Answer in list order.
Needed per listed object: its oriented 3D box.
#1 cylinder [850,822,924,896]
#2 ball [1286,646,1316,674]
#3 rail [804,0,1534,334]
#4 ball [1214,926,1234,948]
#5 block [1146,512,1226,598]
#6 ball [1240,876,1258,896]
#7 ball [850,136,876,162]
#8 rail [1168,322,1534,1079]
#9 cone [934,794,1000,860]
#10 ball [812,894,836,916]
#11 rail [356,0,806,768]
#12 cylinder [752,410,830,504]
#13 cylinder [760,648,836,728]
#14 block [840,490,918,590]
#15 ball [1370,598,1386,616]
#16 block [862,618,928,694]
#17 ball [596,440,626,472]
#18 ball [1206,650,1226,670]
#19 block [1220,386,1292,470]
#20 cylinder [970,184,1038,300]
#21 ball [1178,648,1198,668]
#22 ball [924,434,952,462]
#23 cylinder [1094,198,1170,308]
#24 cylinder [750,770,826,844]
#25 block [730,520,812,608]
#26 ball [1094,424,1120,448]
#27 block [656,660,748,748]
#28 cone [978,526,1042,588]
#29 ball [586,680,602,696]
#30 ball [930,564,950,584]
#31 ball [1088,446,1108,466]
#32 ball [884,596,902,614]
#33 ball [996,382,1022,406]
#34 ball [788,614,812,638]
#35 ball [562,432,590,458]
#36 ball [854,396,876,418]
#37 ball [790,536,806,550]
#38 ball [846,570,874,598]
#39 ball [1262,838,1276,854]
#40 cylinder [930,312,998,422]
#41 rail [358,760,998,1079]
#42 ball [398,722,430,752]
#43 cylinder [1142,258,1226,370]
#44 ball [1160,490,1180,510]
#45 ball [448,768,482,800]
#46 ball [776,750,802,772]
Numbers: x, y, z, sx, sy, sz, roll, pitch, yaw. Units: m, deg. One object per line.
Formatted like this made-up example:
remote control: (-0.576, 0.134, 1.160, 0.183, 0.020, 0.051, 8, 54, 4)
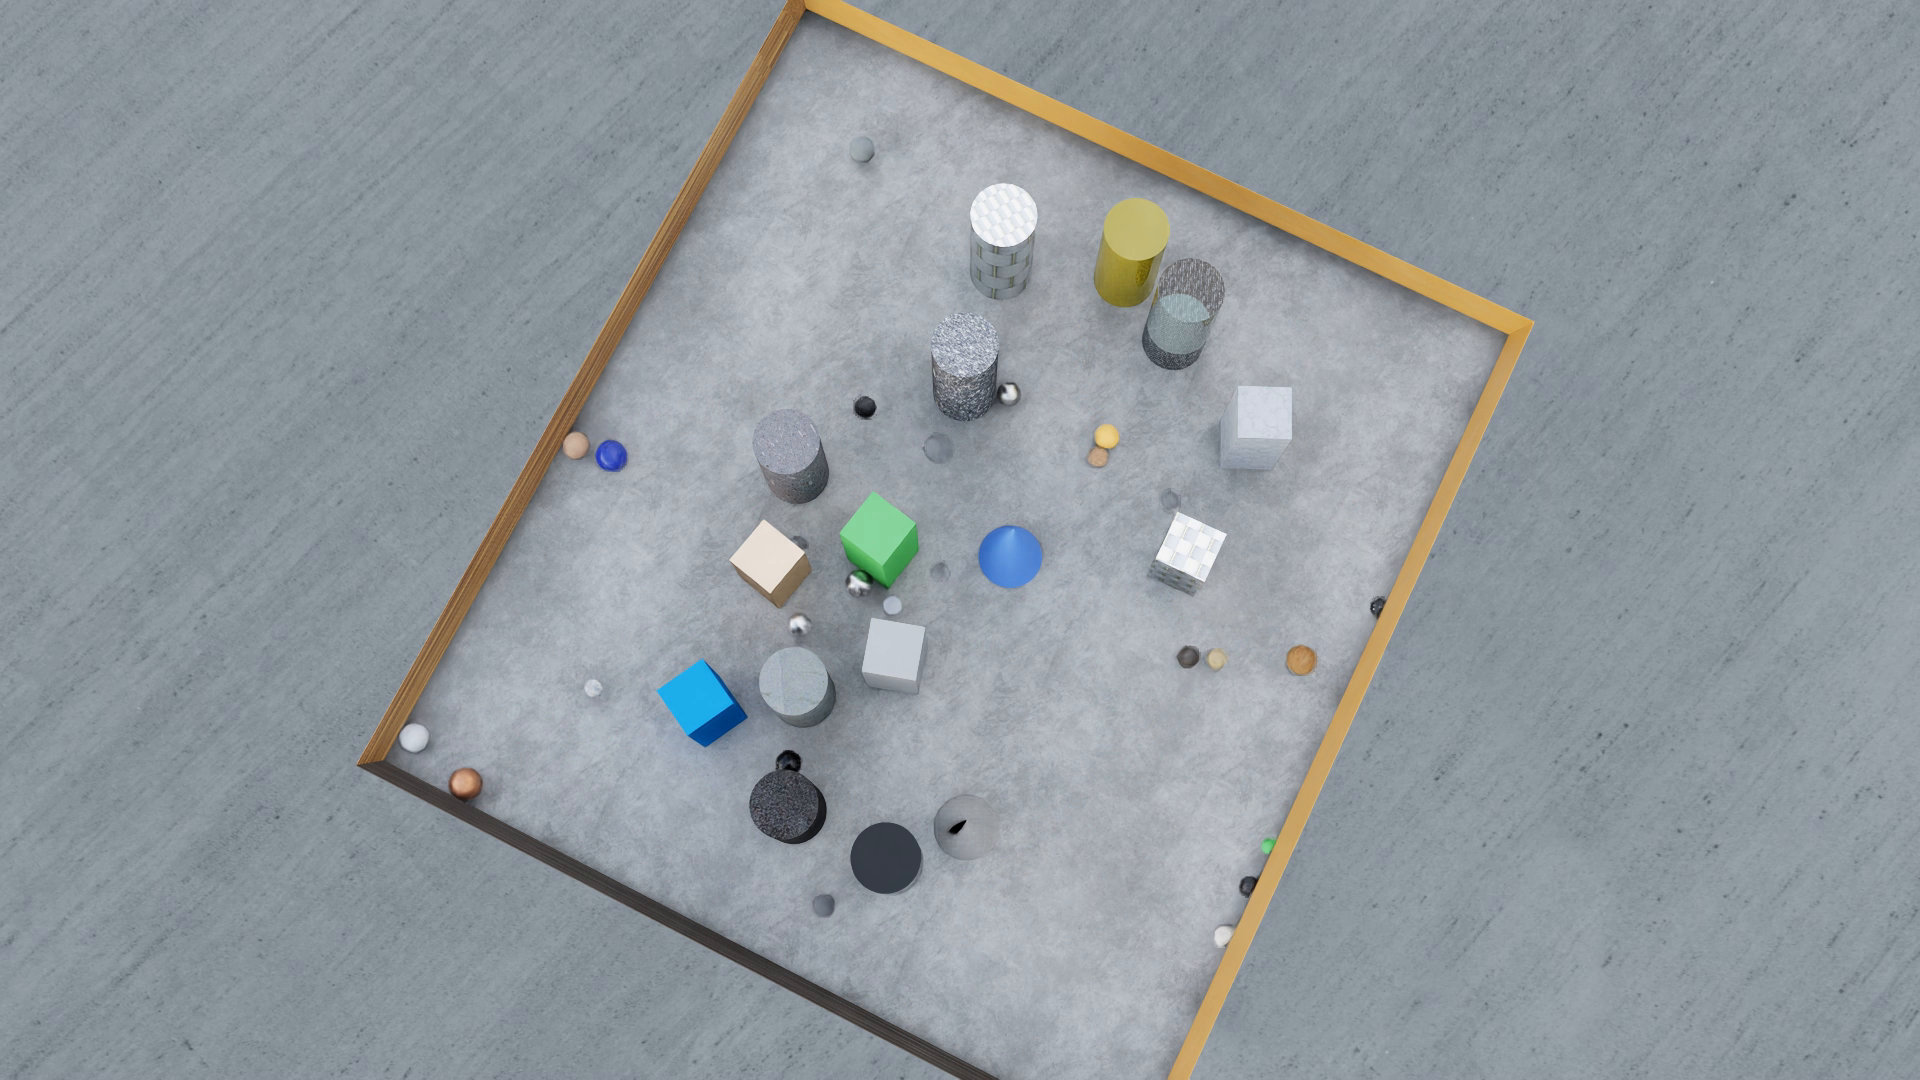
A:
cylinder: (-0.205, 0.914, 5.230, 0.195, 0.387, 0.195, 0, 78, 0)
ball: (1.022, 0.360, 5.497, 0.088, 0.088, 0.088, 0, 78, 0)
rail: (0.614, -1.196, 5.798, 2.551, 0.127, 0.045, 26, 80, 5)
ball: (0.773, 1.157, 5.346, 0.059, 0.059, 0.059, 0, 78, 0)
block: (0.674, 0.046, 5.472, 0.156, 0.265, 0.156, 25, 79, 5)
ball: (0.849, 1.015, 5.377, 0.058, 0.058, 0.058, 0, 78, 0)
ball: (-0.310, -1.242, 5.833, 0.080, 0.080, 0.080, 0, 78, 0)
rail: (1.120, 0.555, 5.436, 0.045, 0.127, 2.793, 26, 80, 5)
cone: (0.019, 0.812, 5.239, 0.195, 0.409, 0.195, 0, 78, 0)
ball: (-0.398, 1.068, 5.361, 0.067, 0.067, 0.067, 0, 78, 0)
rail: (-1.120, -0.542, 5.663, 0.045, 0.127, 2.793, 26, 80, 5)
cylinder: (-0.501, -0.245, 5.471, 0.195, 0.385, 0.195, 0, 78, 0)
cylinder: (-0.471, 0.434, 5.352, 0.195, 0.343, 0.195, 0, 78, 0)
block: (-0.235, 0.006, 5.417, 0.156, 0.388, 0.156, 37, 81, 7)
ball: (1.268, 0.202, 5.548, 0.053, 0.053, 0.053, 0, 78, 0)
block: (-0.189, 0.344, 5.373, 0.156, 0.338, 0.156, 10, 78, 2)
ball: (-1.071, -0.258, 5.621, 0.095, 0.095, 0.095, 0, 78, 0)
ball: (0.771, 0.360, 5.511, 0.060, 0.060, 0.060, 0, 78, 0)
block: (0.885, -0.333, 5.498, 0.156, 0.368, 0.156, 2, 78, 0)
cylinder: (0.128, -0.899, 5.564, 0.195, 0.467, 0.195, 0, 78, 0)
ball: (0.685, 0.354, 5.511, 0.064, 0.064, 0.064, 0, 78, 0)
ball: (-0.069, -0.282, 5.630, 0.088, 0.088, 0.088, 0, 78, 0)
cylinder: (0.519, -0.870, 5.583, 0.195, 0.418, 0.195, 0, 78, 0)
cylinder: (-0.493, 0.773, 5.292, 0.195, 0.323, 0.195, 0, 78, 0)
block: (-0.561, 0.075, 5.459, 0.156, 0.277, 0.156, 38, 81, 7)
ball: (0.452, -0.319, 5.644, 0.076, 0.076, 0.076, 0, 78, 0)
block: (-0.745, 0.478, 5.330, 0.156, 0.367, 0.156, -35, 80, -7)
cone: (0.154, 0.010, 5.409, 0.195, 0.403, 0.195, 0, 78, 0)
ball: (-1.099, 0.445, 5.499, 0.049, 0.049, 0.049, 0, 78, 0)
ball: (-0.059, 0.101, 5.565, 0.061, 0.061, 0.061, 0, 78, 0)
ball: (0.423, -0.257, 5.638, 0.061, 0.061, 0.061, 0, 78, 0)
ball: (-0.204, 0.198, 5.547, 0.056, 0.056, 0.056, 0, 78, 0)
ball: (0.152, -0.451, 5.671, 0.076, 0.076, 0.076, 0, 78, 0)
ball: (-0.483, 0.257, 5.526, 0.072, 0.072, 0.072, 0, 78, 0)
ball: (-1.180, -0.292, 5.635, 0.081, 0.081, 0.081, 0, 78, 0)
ball: (-0.293, -0.410, 5.667, 0.067, 0.067, 0.067, 0, 78, 0)
ball: (-0.495, 0.015, 5.586, 0.055, 0.055, 0.055, 0, 78, 0)
ball: (-0.305, 0.132, 5.546, 0.085, 0.085, 0.085, 0, 78, 0)
ball: (0.913, 0.901, 5.406, 0.047, 0.047, 0.047, 0, 78, 0)
cylinder: (0.014, -0.512, 5.481, 0.195, 0.473, 0.195, 0, 78, 0)
rail: (-0.614, 1.209, 5.301, 2.551, 0.127, 0.045, 26, 80, 5)
ball: (-1.624, 0.587, 5.451, 0.086, 0.086, 0.086, 0, 78, 0)
cylinder: (0.668, -0.674, 5.517, 0.195, 0.468, 0.195, 0, 78, 0)
ball: (0.642, -0.120, 5.611, 0.061, 0.061, 0.061, 0, 78, 0)
ball: (-1.461, 0.722, 5.417, 0.097, 0.097, 0.097, 0, 78, 0)
ball: (-0.510, 0.664, 5.440, 0.077, 0.077, 0.077, 0, 78, 0)
